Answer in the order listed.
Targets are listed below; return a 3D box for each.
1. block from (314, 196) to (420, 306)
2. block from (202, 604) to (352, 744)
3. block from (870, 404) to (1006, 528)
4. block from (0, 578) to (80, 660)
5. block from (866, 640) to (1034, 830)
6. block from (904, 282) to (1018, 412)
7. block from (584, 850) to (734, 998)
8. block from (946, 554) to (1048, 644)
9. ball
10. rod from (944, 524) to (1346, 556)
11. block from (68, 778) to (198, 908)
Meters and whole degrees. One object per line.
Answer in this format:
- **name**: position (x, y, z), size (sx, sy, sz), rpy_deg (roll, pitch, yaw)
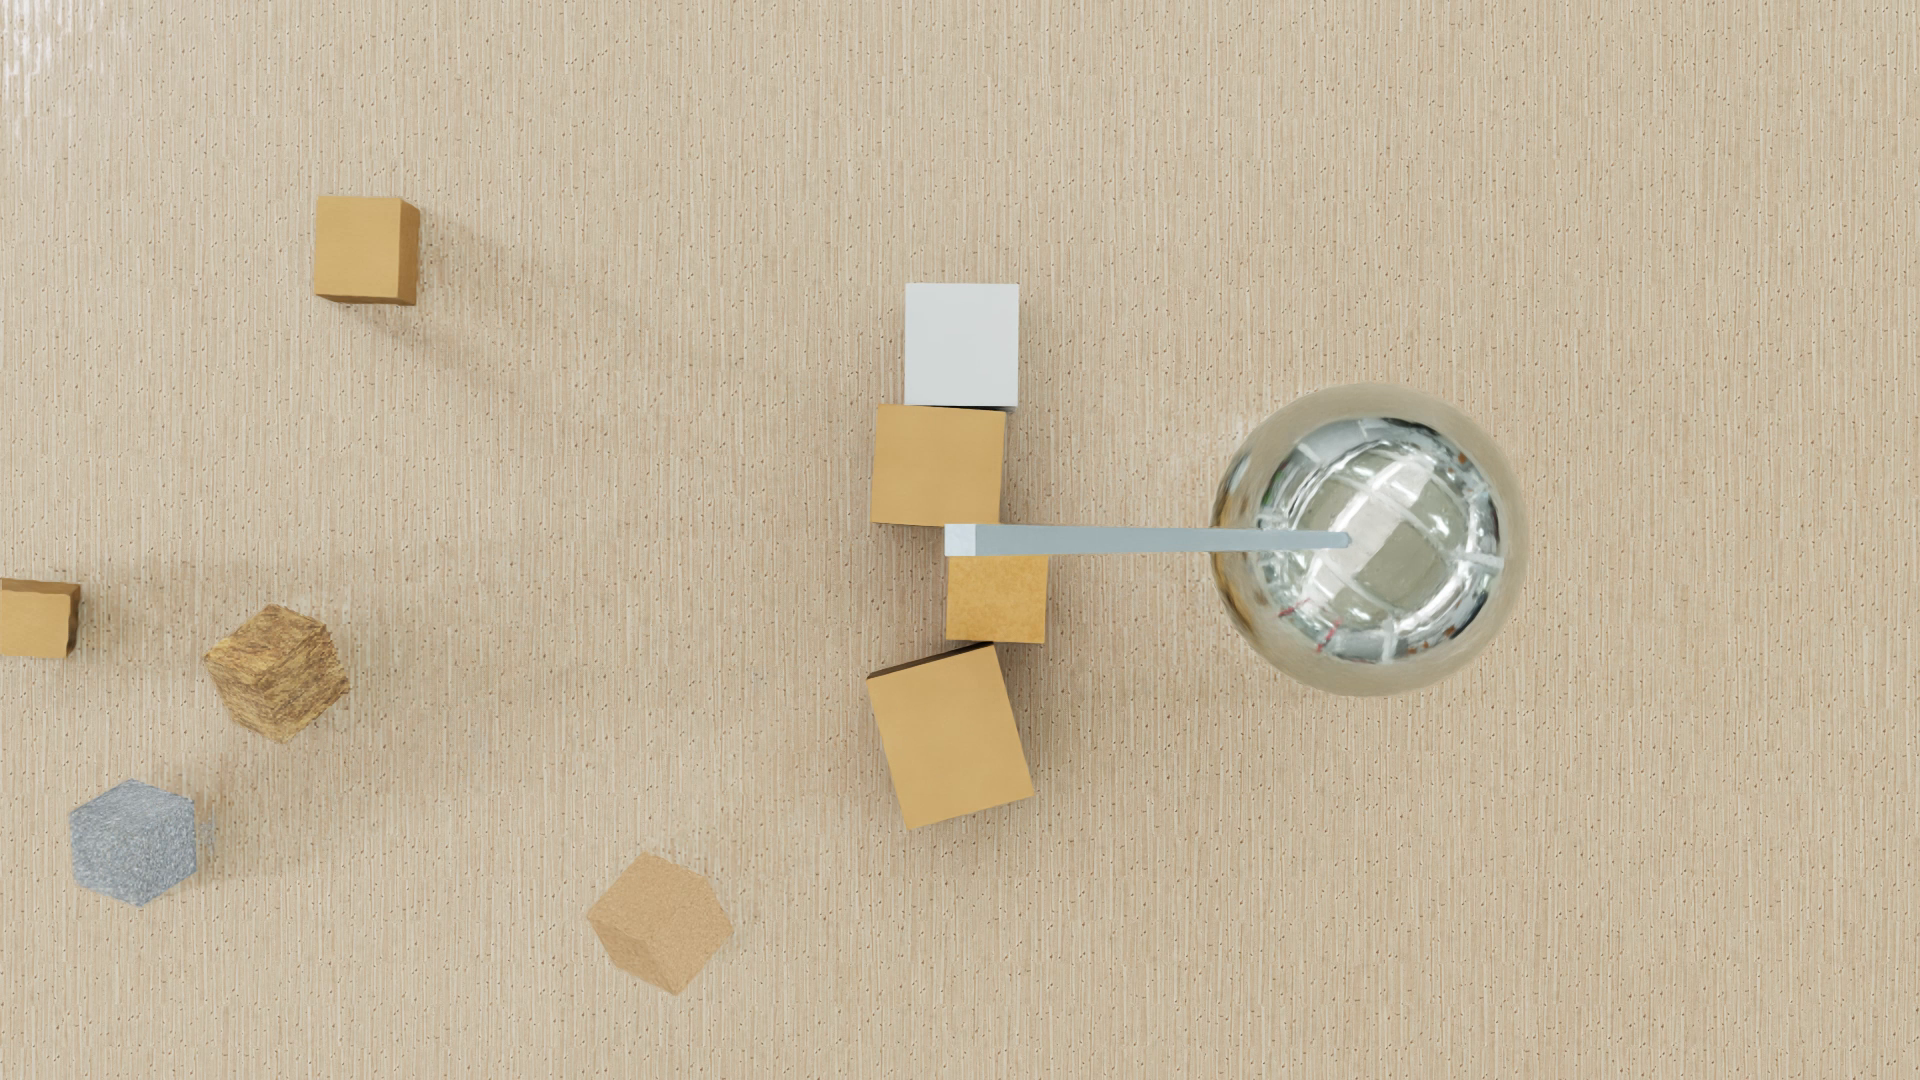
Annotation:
- **block**: position (-3.441, -1.677, 12.777), size (0.476, 0.445, 0.565), rpy_deg (2, 90, 0)
- **block**: position (-3.859, 0.752, 12.451), size (0.450, 0.519, 0.492), rpy_deg (16, 134, 32)
- **block**: position (-0.124, -0.411, 12.683), size (0.720, 0.634, 0.671), rpy_deg (4, 90, 0)
- **block**: position (-5.338, 0.449, 12.650), size (0.448, 0.443, 0.368), rpy_deg (5, 96, -16)
- **block**: position (-0.055, 1.105, 12.648), size (0.744, 0.704, 0.872), rpy_deg (-15, 90, 0)
- **block**: position (0.009, -1.101, 12.694), size (0.636, 0.613, 0.688), rpy_deg (1, 90, 0)
- **block**: position (-1.615, 2.062, 11.848), size (0.478, 0.454, 0.487), rpy_deg (16, 51, 37)
- **block**: position (0.212, 0.262, 12.732), size (0.558, 0.536, 0.624), rpy_deg (2, 90, 0)
- **ball**: position (2.059, 0.000, 11.126), size (1.600, 1.600, 1.600), rpy_deg (0, 90, 0)
- **rod**: position (0.892, 0.000, 7.932), size (0.080, 5.200, 0.080), rpy_deg (0, 90, 20)
- **block**: position (-4.705, 1.722, 12.528), size (0.469, 0.471, 0.469), rpy_deg (14, 114, 20)
